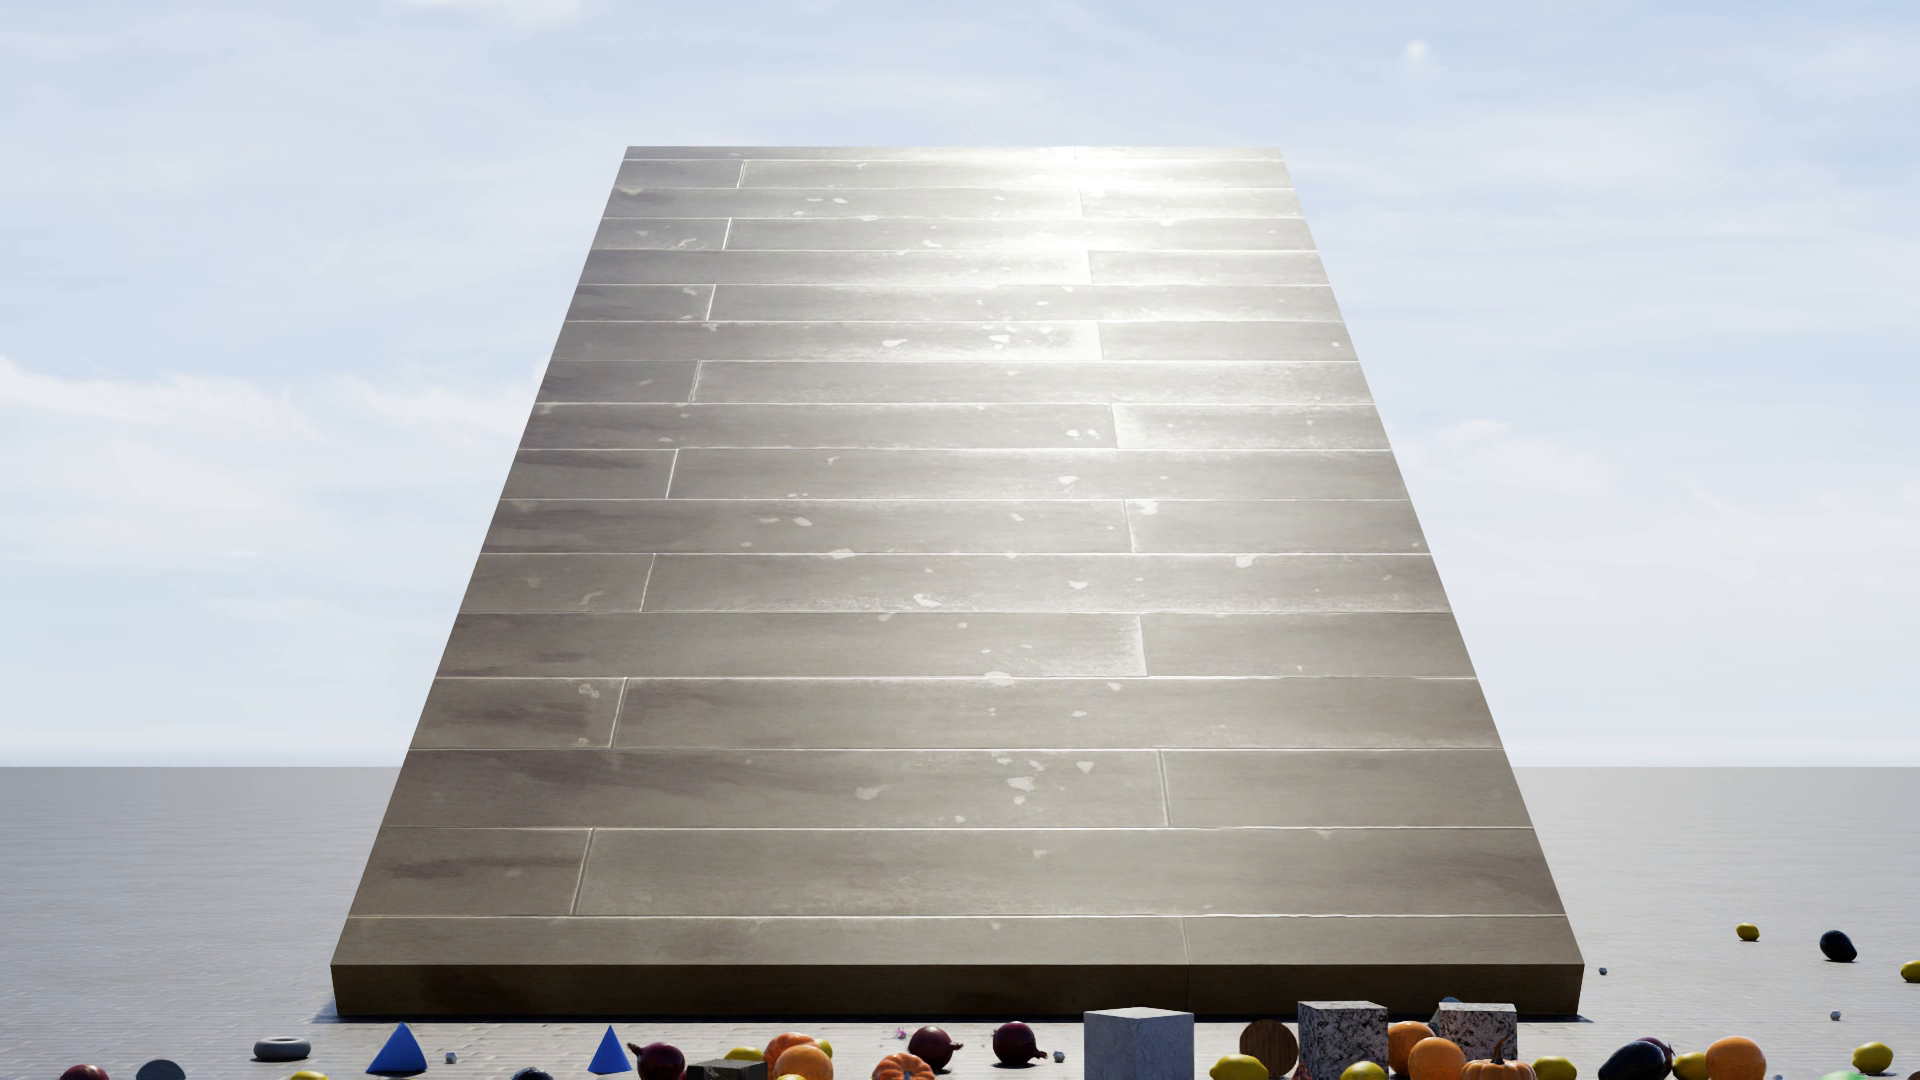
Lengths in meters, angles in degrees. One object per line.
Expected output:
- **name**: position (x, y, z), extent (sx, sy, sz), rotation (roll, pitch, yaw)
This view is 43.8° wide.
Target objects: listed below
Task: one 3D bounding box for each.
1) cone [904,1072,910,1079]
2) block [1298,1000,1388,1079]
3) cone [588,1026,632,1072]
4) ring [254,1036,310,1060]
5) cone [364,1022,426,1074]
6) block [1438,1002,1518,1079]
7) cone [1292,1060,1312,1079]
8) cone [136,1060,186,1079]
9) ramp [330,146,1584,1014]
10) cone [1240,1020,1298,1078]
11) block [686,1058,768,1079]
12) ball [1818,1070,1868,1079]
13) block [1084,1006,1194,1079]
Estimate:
- **cone**: position (-0.057, 0.609, 2.565), extent (0.074, 0.074, 0.074), rotation (0, -5, 0)
- **block**: position (0.494, 0.647, 3.082), extent (0.093, 0.093, 0.093), rotation (1, -5, -7)
- **cone**: position (-0.463, 0.671, 3.159), extent (0.060, 0.060, 0.060), rotation (0, -5, 0)
- **ring**: position (-0.932, 0.700, 3.285), extent (0.077, 0.026, 0.077), rotation (1, -4, 0)
- **cone**: position (-0.750, 0.683, 3.138), extent (0.071, 0.071, 0.071), rotation (-27, 7, -26)
- **block**: position (0.660, 0.643, 3.045), extent (0.094, 0.094, 0.094), rotation (-1, -5, 10)
- **cone**: position (0.382, 0.617, 2.669), extent (0.076, 0.076, 0.076), rotation (0, -5, 0)
- **cone**: position (-0.959, 0.659, 2.851), extent (0.059, 0.059, 0.059), rotation (3, -32, -26)
- **ramp**: position (-0.011, -0.222, 5.592), extent (2.000, 0.100, 4.000), rotation (0, 28, 0)
- **cone**: position (0.396, 0.680, 3.130), extent (0.079, 0.079, 0.079), rotation (1, -32, -7)
- **block**: position (-0.263, 0.625, 2.696), extent (0.066, 0.066, 0.066), rotation (-2, -6, 24)
- **ball**: position (0.930, 0.599, 2.506), extent (0.082, 0.082, 0.082), rotation (0, -5, 0)
- **block**: position (0.221, 0.633, 2.952), extent (0.096, 0.096, 0.096), rotation (4, -7, -38)
